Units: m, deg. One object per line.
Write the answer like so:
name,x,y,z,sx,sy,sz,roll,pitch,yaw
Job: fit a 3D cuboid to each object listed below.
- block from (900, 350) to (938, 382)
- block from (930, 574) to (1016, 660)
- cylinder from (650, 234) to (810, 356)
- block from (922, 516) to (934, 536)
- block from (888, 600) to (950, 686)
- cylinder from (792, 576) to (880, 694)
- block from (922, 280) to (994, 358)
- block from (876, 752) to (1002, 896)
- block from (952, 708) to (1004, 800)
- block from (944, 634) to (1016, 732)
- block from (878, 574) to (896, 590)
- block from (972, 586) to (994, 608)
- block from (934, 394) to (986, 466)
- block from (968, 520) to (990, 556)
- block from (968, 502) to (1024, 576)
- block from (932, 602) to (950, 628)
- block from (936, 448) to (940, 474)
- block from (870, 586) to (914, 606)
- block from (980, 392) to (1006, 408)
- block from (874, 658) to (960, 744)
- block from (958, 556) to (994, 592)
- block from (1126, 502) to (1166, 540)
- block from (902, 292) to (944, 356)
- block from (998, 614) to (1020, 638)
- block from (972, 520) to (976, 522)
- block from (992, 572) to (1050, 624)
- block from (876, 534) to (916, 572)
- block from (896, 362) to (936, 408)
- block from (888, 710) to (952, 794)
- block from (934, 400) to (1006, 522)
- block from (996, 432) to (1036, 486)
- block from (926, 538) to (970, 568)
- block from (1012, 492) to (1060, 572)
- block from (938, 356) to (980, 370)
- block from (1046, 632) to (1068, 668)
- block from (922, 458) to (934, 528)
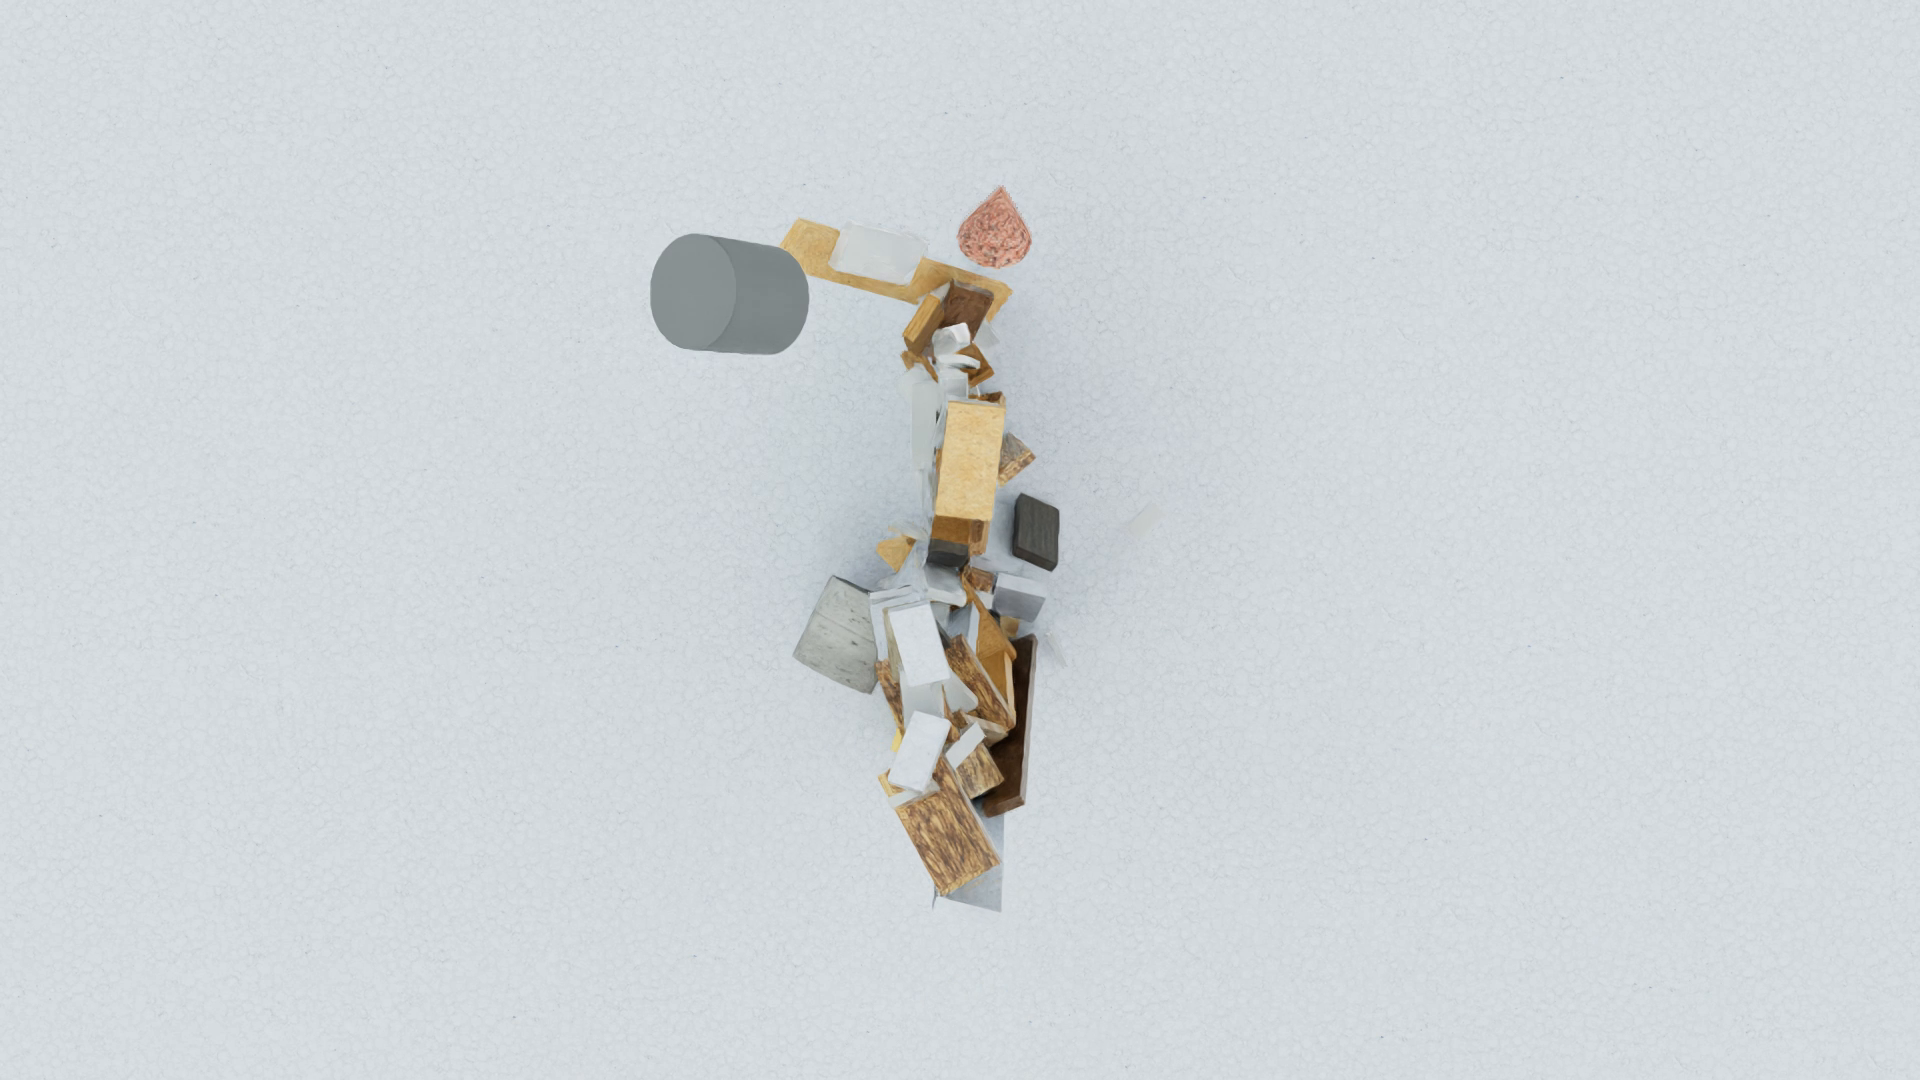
block,-0.097,-0.500,5.393,0.031,0.111,0.262,-38,114,-21
block,0.023,0.277,5.183,0.163,0.046,0.327,-29,112,16
cylinder,-0.513,-0.544,3.684,0.251,0.251,0.251,2,93,33
block,-0.065,-0.031,4.876,0.072,0.144,0.020,17,105,-17
block,-0.101,0.258,4.113,0.105,0.030,0.210,-13,112,5
cylinder,-0.352,0.306,5.356,0.289,0.289,0.289,26,90,0
block,-0.010,-0.674,5.126,0.133,0.038,0.266,14,127,-21
block,-0.052,0.716,4.228,0.173,0.049,0.347,-31,79,7
block,0.013,0.603,4.641,0.117,0.033,0.235,-31,88,15
block,0.014,0.446,4.840,0.165,0.047,0.330,-27,112,13
block,-0.115,0.106,5.292,0.065,0.395,0.018,26,117,29
block,0.020,0.166,5.334,0.163,0.327,0.046,12,93,-1
block,0.002,-0.319,4.862,0.112,0.032,0.223,11,102,-4
block,0.011,-0.048,5.333,0.162,0.325,0.046,-11,120,13
block,0.142,-0.002,5.352,0.162,0.325,0.046,18,125,2
block,-0.064,0.229,5.062,0.065,0.130,0.018,-27,117,18
block,-0.016,-0.188,4.916,0.114,0.032,0.228,-1,75,-1
block,-0.167,0.248,4.629,0.122,0.034,0.243,-9,121,9
block,0.057,-0.350,5.376,0.145,0.041,0.290,-7,53,25
block,-0.110,0.425,4.329,0.143,0.040,0.285,-18,118,3
block,0.033,0.075,5.338,0.162,0.325,0.046,16,108,0
block,0.619,-0.063,5.491,0.122,0.017,0.061,-45,90,0
block,-0.107,-0.633,4.862,0.040,0.285,0.143,32,89,2
block,0.132,0.282,5.491,0.122,0.017,0.061,14,90,0
block,-0.004,-0.151,5.275,0.095,0.027,0.191,-4,106,25
block,0.183,0.189,5.336,0.163,0.327,0.046,13,73,-1
block,-0.128,0.085,5.017,0.249,0.125,0.035,46,45,-30
block,-0.104,-0.446,5.259,0.111,0.031,0.222,-45,70,25
block,-0.099,0.521,4.052,0.095,0.027,0.190,14,67,18
block,0.027,-0.217,4.536,0.156,0.044,0.312,6,100,-4
block,0.147,-0.265,5.355,0.145,0.290,0.041,-40,109,1
block,-0.036,0.038,4.590,0.108,0.216,0.031,10,79,-1
block,0.248,-0.026,5.356,0.145,0.290,0.041,23,126,-13
block,0.000,-0.509,4.725,0.080,0.159,0.023,2,90,16
block,0.321,0.364,5.469,0.017,0.061,0.122,-25,90,-1
block,-0.046,-0.110,5.072,0.138,0.039,0.276,1,94,14
